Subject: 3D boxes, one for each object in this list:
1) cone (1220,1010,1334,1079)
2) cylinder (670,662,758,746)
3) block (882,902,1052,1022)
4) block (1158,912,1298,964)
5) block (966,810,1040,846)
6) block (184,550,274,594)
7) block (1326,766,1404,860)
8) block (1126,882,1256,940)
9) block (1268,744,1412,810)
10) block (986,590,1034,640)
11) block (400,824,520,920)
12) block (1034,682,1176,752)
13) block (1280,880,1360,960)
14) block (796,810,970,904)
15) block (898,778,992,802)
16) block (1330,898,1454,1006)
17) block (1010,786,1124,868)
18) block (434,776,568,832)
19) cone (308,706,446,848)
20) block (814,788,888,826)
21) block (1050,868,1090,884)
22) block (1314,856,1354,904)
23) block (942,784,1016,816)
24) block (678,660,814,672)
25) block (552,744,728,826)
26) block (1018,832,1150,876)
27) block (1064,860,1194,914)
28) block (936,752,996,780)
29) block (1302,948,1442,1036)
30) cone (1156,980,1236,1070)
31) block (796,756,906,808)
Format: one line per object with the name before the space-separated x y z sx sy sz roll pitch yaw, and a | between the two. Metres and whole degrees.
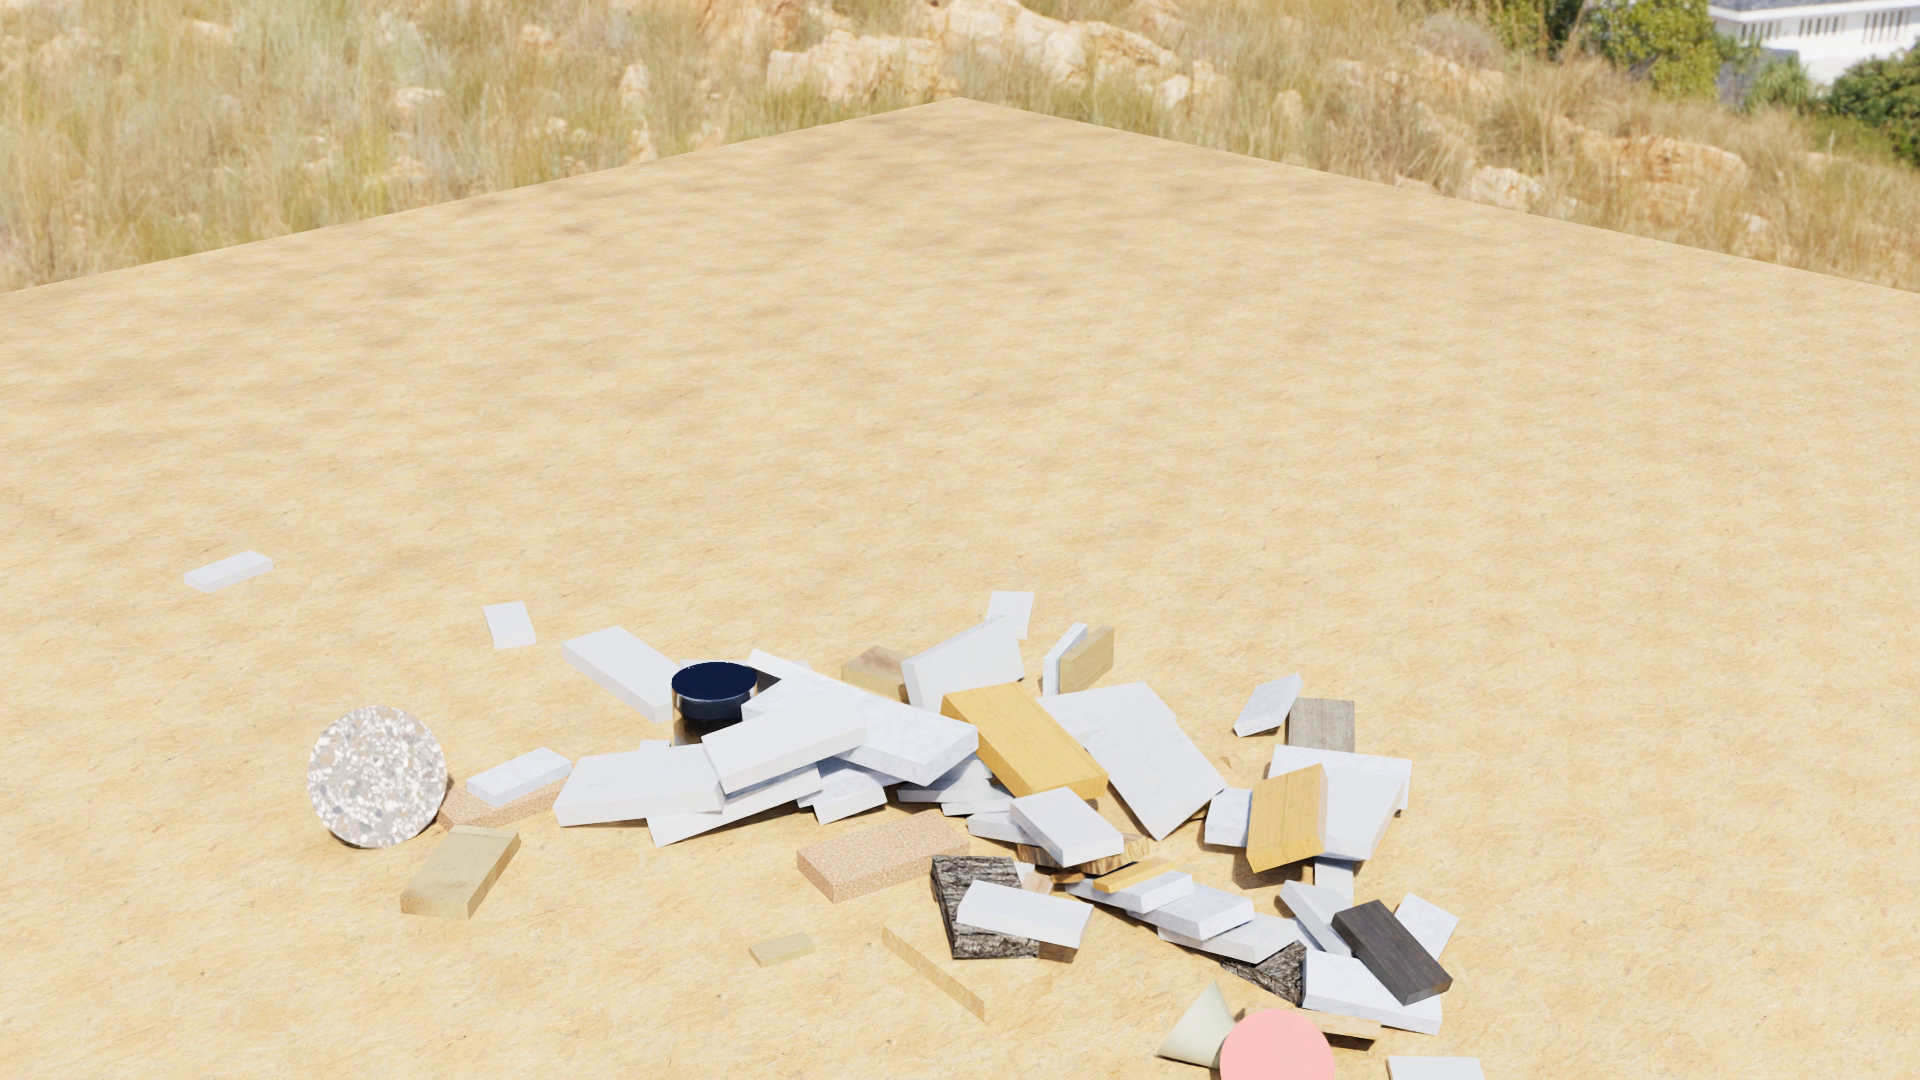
cone | 0.536 0.858 3.634 0.185 0.185 0.185 7 -3 16
cylinder | -0.515 0.377 4.641 0.180 0.180 0.180 0 23 0
block | 0.011 0.748 3.942 0.152 0.043 0.303 -16 28 -34
block | 0.483 0.706 3.982 0.117 0.033 0.234 -20 16 -39
block | 0.140 0.554 4.318 0.123 0.035 0.246 -19 12 -38
block | -1.841 0.079 5.539 0.097 0.027 0.194 18 29 36
block | 0.763 0.527 4.260 0.133 0.038 0.266 10 25 22
block | 0.417 0.671 4.018 0.121 0.034 0.241 -17 11 -27
block | 0.774 0.481 4.475 0.278 0.039 0.139 6 24 13
block | 0.120 0.179 5.300 0.103 0.029 0.206 3 23 6
block | -0.956 0.635 4.216 0.133 0.038 0.266 4 23 9
block | 0.269 0.393 4.770 0.357 0.051 0.179 -8 24 -18
block | 0.689 0.703 4.000 0.121 0.034 0.241 16 16 -24
block | -0.148 0.612 4.264 0.300 0.042 0.150 -13 26 -28
block | -0.032 0.505 4.473 0.175 0.025 0.087 -4 14 37
block | 0.754 0.720 3.848 0.104 0.029 0.207 -11 40 -30
block | 0.200 0.540 4.160 0.123 0.035 0.246 -11 20 -20
block | -0.929 0.527 4.471 0.266 0.038 0.133 -17 28 -34
cone | -1.222 0.485 4.458 0.278 0.278 0.278 -16 1 -33
block | -0.247 0.476 4.535 0.142 0.040 0.284 -19 26 -4
block | 0.225 0.623 4.174 0.058 0.016 0.115 -7 9 31
block | 0.714 0.652 4.199 0.071 0.020 0.142 3 23 8
block | 0.059 0.520 4.421 0.175 0.025 0.087 -10 11 35
block | -0.464 0.317 4.891 0.296 0.042 0.148 2 21 -23
block | -0.624 0.487 4.413 0.348 0.049 0.174 -8 27 16
block | 0.235 0.591 4.203 0.123 0.035 0.246 -17 9 -35
block | 0.313 0.642 4.108 0.121 0.034 0.241 -17 10 -31
block | -0.025 0.447 4.555 0.284 0.040 0.142 -5 17 32
block | 0.712 0.782 3.809 0.234 0.033 0.117 11 31 3
cone | 0.440 0.848 3.671 0.160 0.160 0.160 38 36 15
block | -0.193 0.453 4.457 0.284 0.040 0.142 -15 26 4
